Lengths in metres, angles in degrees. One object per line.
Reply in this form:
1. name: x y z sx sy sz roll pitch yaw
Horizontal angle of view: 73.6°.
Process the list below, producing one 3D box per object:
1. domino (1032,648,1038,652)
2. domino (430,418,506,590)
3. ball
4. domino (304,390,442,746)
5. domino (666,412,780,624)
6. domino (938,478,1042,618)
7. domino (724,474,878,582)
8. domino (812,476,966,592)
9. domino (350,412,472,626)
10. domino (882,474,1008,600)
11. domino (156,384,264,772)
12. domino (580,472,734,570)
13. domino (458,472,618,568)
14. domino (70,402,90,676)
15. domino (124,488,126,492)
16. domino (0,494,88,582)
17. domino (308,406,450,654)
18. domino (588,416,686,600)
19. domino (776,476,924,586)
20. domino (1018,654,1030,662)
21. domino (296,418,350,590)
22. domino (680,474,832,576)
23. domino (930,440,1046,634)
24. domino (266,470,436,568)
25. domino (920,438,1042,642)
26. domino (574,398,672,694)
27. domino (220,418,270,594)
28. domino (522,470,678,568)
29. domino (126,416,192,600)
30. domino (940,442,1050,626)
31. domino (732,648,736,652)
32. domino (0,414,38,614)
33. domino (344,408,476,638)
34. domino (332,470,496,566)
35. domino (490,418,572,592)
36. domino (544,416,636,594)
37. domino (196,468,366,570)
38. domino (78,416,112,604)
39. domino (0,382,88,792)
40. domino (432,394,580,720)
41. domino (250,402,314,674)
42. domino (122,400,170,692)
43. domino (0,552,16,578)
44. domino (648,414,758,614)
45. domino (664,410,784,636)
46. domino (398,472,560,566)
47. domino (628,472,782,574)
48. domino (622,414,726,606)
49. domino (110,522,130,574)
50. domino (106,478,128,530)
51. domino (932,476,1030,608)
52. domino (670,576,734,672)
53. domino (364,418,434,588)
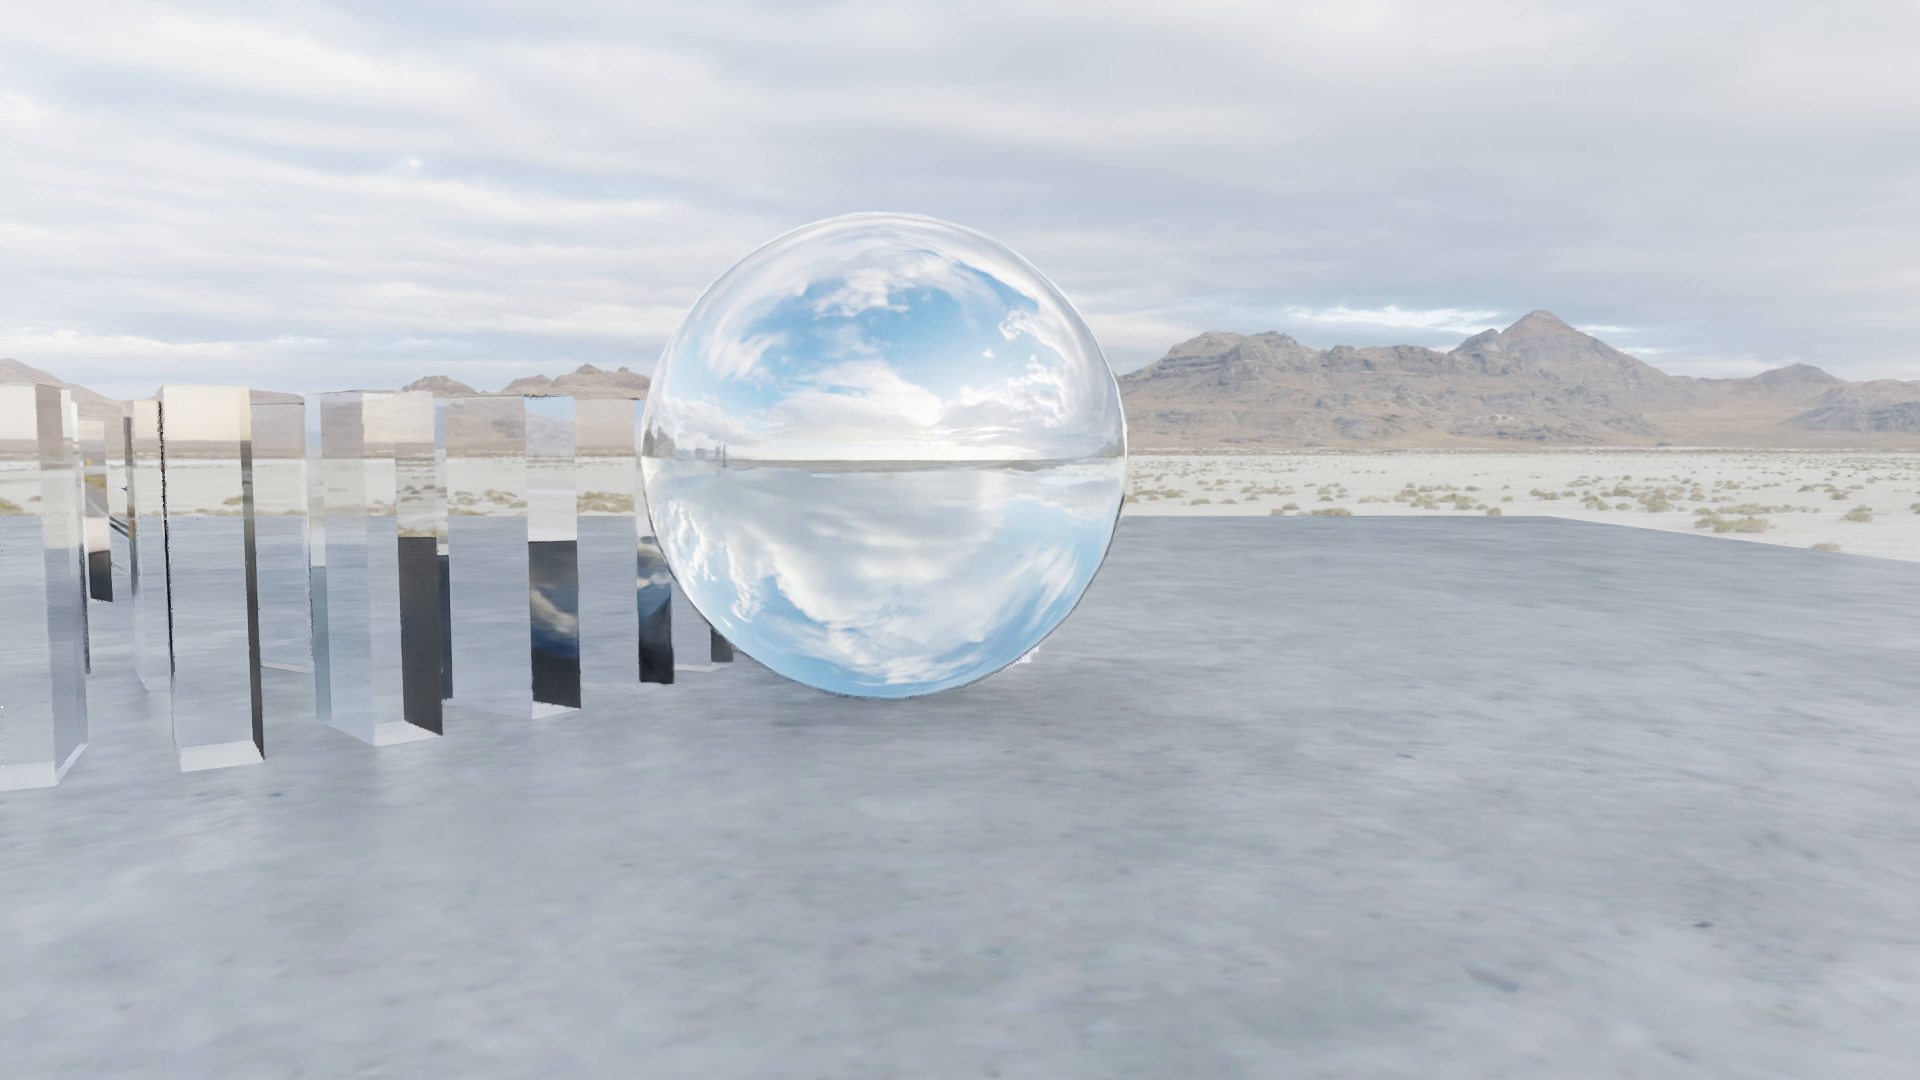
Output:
1. domino: 0.005 0.000 0.274 0.025 0.050 0.009 0 -37 4
2. domino: -0.148 -0.011 0.387 0.010 0.050 0.025 1 4 7
3. ball: -0.012 -0.014 0.214 0.080 0.080 0.080 0 4 0
4. domino: -0.087 0.003 0.191 0.009 0.050 0.025 -4 6 -44
5. domino: -0.057 -0.006 0.309 0.025 0.050 0.010 -1 5 -18
6. domino: 0.008 0.001 0.332 0.025 0.010 0.050 0 34 2
7. domino: -0.052 -0.005 0.418 0.025 0.009 0.050 -4 34 -45
8. domino: -0.022 -0.003 0.389 0.025 0.009 0.050 -3 34 -35
9. domino: -0.131 -0.005 0.306 0.025 0.050 0.009 -2 5 -23
10. domino: -0.005 -0.002 0.372 0.025 0.010 0.050 -1 34 -16
11. domino: -0.104 0.004 0.178 0.009 0.050 0.025 -3 5 -34
12. domino: -0.107 -0.007 0.451 0.050 0.010 0.025 34 19 24
13. domino: -0.150 -0.008 0.457 0.050 0.009 0.025 30 8 6
14. domino: -0.162 0.001 0.223 0.009 0.050 0.025 -1 4 -15
15. domino: -0.251 -0.008 0.432 0.050 0.009 0.025 34 -9 -21
16. domino: -0.294 -0.008 0.389 0.025 0.009 0.050 4 -39 42
17. domino: -0.121 -0.002 0.266 0.025 0.050 0.010 1 4 14
18. domino: -0.091 -0.010 0.362 0.009 0.050 0.025 4 6 44
19. domino: -0.035 -0.004 0.405 0.025 0.010 0.050 -3 33 -37
20. domino: 0.002 0.001 0.262 0.025 0.050 0.009 0 -37 4
21. domino: -0.190 -0.011 0.384 0.010 0.050 0.025 -1 5 -18
22. domino: -0.069 -0.006 0.431 0.025 0.010 0.050 -5 35 -48
23. domino: 0.007 -0.002 0.300 0.025 0.050 0.010 0 -37 4
24. domino: -0.212 -0.008 0.449 0.050 0.010 0.025 30 0 -9
25. domino: 0.005 -0.001 0.287 0.025 0.050 0.009 0 -37 4
26. domino: -0.064 0.001 0.226 0.025 0.050 0.010 2 5 23
27. domino: -0.209 -0.011 0.375 0.009 0.050 0.025 -3 5 -32
28. domino: -0.128 -0.008 0.456 0.050 0.009 0.025 32 14 16
29. domino: -0.226 -0.010 0.362 0.009 0.050 0.025 -4 6 -42
30. domino: 0.009 -0.002 0.313 0.025 0.050 0.010 0 -39 4
31. domino: -0.053 -0.002 0.267 0.025 0.050 0.009 1 4 7
32. domino: -0.250 -0.007 0.328 0.025 0.050 0.009 1 5 19
33. domino: -0.122 -0.004 0.287 0.025 0.050 0.010 -2 5 -19
34. domino: -0.192 -0.008 0.453 0.050 0.010 0.025 29 1 -6
35. domino: -0.127 -0.011 0.382 0.009 0.050 0.025 1 4 16
36. domino: -0.108 -0.011 0.374 0.009 0.050 0.025 2 5 29
37. domino: -0.232 -0.008 0.442 0.050 0.010 0.025 32 -5 -15
38. domino: -0.240 -0.008 0.346 0.025 0.050 0.009 3 5 37
39. domino: -0.122 0.005 0.167 0.009 0.050 0.025 -2 5 -26
40. domino: -0.074 0.002 0.207 0.025 0.050 0.009 3 5 32
41. domino: -0.129 -0.001 0.247 0.025 0.050 0.009 3 5 32
42. domino: -0.143 0.000 0.231 0.009 0.050 0.025 -3 5 -37
43. domino: -0.303 -0.008 0.374 0.025 0.050 0.009 3 44 36
44. domino: -0.065 -0.007 0.328 0.025 0.050 0.009 -2 5 -28
45. domino: -0.053 -0.004 0.288 0.025 0.050 0.009 0 4 -4
46. domino: -0.171 -0.008 0.457 0.050 0.009 0.025 29 5 1
47. domino: -0.088 -0.007 0.442 0.050 0.009 0.025 35 22 27
48. domino: -0.077 -0.008 0.346 0.025 0.050 0.009 -3 5 -37
49. domino: -0.282 -0.007 0.404 0.025 0.009 0.050 5 -33 47
50. domino: -0.268 -0.007 0.420 0.050 0.009 0.025 39 -16 -27
51. domino: 0.005 0.000 0.351 0.025 0.009 0.050 0 34 -1
52. domino: -0.057 -0.001 0.246 0.025 0.050 0.009 1 4 15
53. domino: -0.169 -0.012 0.388 0.009 0.050 0.025 0 4 -3
